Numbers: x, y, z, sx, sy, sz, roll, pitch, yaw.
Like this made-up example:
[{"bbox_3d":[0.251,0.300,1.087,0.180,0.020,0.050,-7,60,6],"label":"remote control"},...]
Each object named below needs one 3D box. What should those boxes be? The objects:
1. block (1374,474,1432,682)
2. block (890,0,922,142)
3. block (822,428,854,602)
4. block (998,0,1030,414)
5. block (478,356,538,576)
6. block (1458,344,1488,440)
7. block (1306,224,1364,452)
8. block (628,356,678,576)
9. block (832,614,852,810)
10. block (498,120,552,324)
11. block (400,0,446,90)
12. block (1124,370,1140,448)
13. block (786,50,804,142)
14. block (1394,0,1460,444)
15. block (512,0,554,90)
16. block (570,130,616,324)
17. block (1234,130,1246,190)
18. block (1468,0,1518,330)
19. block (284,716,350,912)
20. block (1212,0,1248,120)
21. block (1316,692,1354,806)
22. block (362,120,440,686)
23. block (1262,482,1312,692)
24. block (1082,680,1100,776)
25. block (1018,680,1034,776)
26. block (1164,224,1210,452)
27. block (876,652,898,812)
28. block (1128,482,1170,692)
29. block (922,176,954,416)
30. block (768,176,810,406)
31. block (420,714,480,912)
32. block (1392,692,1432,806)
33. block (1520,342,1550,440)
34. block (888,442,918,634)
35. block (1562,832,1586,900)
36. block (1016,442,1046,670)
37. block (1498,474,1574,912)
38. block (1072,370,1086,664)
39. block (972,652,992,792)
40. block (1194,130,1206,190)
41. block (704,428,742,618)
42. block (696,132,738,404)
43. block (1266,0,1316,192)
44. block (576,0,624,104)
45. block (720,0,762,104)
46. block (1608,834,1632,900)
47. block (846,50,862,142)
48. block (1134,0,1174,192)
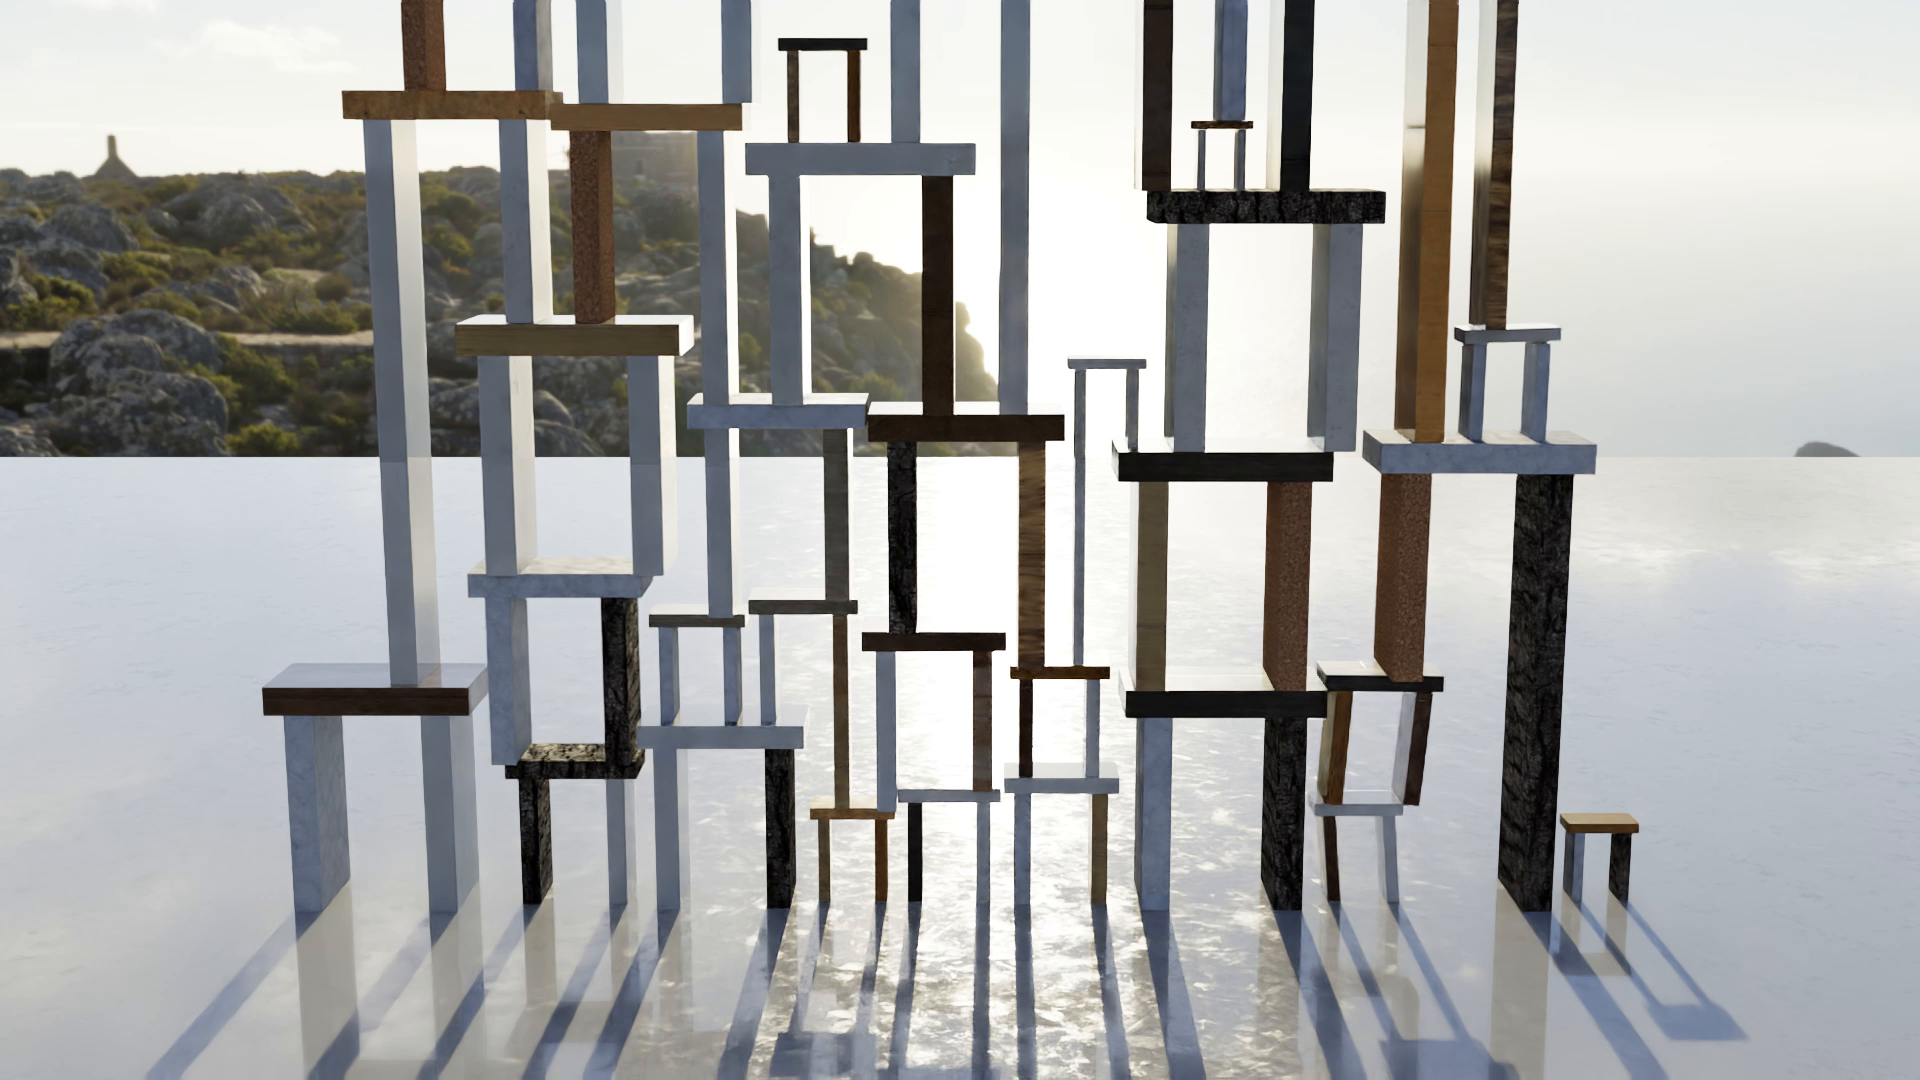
[{"bbox_3d":[0.716,0.046,3.564,0.048,0.337,0.168,0,11,0],"label":"block"},{"bbox_3d":[-0.083,-0.930,3.388,0.046,0.624,0.163,0,11,0],"label":"block"},{"bbox_3d":[-0.196,-0.050,3.552,0.040,0.280,0.140,0,11,0],"label":"block"},{"bbox_3d":[0.084,-0.541,3.460,0.046,0.670,0.162,0,11,0],"label":"block"},{"bbox_3d":[-0.725,-0.130,3.530,0.049,0.348,0.174,0,11,0],"label":"block"},{"bbox_3d":[0.819,-0.241,3.514,0.022,0.152,0.076,0,11,0],"label":"block"},{"bbox_3d":[0.596,-0.328,3.502,0.050,0.354,0.177,0,11,0],"label":"block"},{"bbox_3d":[-0.492,-0.130,3.531,0.049,0.348,0.174,0,11,0],"label":"block"},{"bbox_3d":[-0.193,0.273,3.612,0.025,0.326,0.089,0,11,0],"label":"block"},{"bbox_3d":[-0.685,-0.504,3.469,0.044,0.311,0.156,0,11,0],"label":"block"},{"bbox_3d":[-0.833,-0.826,3.406,0.036,0.256,0.128,0,11,0],"label":"block"},{"bbox_3d":[0.275,-0.214,3.516,0.018,0.124,0.062,0,11,0],"label":"block"},{"bbox_3d":[-0.258,-0.691,3.430,0.020,0.139,0.069,0,11,0],"label":"block"},{"bbox_3d":[0.733,-0.520,3.460,0.046,0.718,0.163,0,10,0],"label":"block"},{"bbox_3d":[-0.663,-0.826,3.405,0.036,0.256,0.128,0,11,0],"label":"block"},{"bbox_3d":[-0.578,-0.495,3.465,0.042,0.294,0.147,0,11,0],"label":"block"},{"bbox_3d":[0.439,-0.597,3.449,0.013,0.094,0.047,0,11,0],"label":"block"},{"bbox_3d":[0.835,-0.744,3.420,0.033,0.824,0.117,0,11,0],"label":"block"},{"bbox_3d":[-1.061,0.429,3.636,0.047,0.329,0.165,0,11,0],"label":"block"},{"bbox_3d":[0.419,-0.914,3.386,0.037,0.528,0.131,0,11,0],"label":"block"},{"bbox_3d":[0.617,0.330,3.622,0.027,0.191,0.095,4,11,-1],"label":"block"},{"bbox_3d":[-0.892,-0.219,3.523,0.044,0.892,0.156,0,11,0],"label":"block"},{"bbox_3d":[0.530,0.060,3.571,0.048,0.338,0.169,0,11,0],"label":"block"},{"bbox_3d":[0.216,0.299,3.615,0.023,0.163,0.081,0,11,0],"label":"block"},{"bbox_3d":[0.108,0.299,3.615,0.023,0.163,0.081,0,11,0],"label":"block"},{"bbox_3d":[0.360,-0.328,3.503,0.050,0.354,0.177,0,11,0],"label":"block"},{"bbox_3d":[-0.119,0.301,3.620,0.033,0.268,0.117,0,10,0],"label":"block"},{"bbox_3d":[0.305,0.060,3.571,0.048,0.338,0.169,0,11,0],"label":"block"},{"bbox_3d":[-0.034,-0.392,3.484,0.050,0.369,0.177,0,11,0],"label":"block"},{"bbox_3d":[-0.269,-0.400,3.483,0.050,0.354,0.177,0,11,0],"label":"block"},{"bbox_3d":[-0.842,0.429,3.636,0.047,0.329,0.165,0,11,0],"label":"block"},{"bbox_3d":[0.745,0.332,3.624,0.027,0.191,0.095,4,11,-1],"label":"block"},{"bbox_3d":[0.920,-0.241,3.514,0.022,0.152,0.076,0,11,0],"label":"block"},{"bbox_3d":[-0.092,-0.016,3.562,0.044,0.310,0.155,0,10,0],"label":"block"},{"bbox_3d":[1.020,0.534,3.656,0.016,0.115,0.058,0,11,0],"label":"block"},{"bbox_3d":[0.115,0.013,3.567,0.044,0.370,0.155,0,11,0],"label":"block"},{"bbox_3d":[0.940,0.236,3.601,0.048,0.721,0.168,0,11,0],"label":"block"},{"bbox_3d":[0.192,-0.039,3.548,0.018,0.480,0.062,0,11,0],"label":"block"},{"bbox_3d":[0.036,0.284,3.617,0.033,0.234,0.117,0,11,0],"label":"block"},{"bbox_3d":[0.376,-0.597,3.449,0.013,0.094,0.047,0,11,0],"label":"block"},{"bbox_3d":[-0.382,-0.038,3.554,0.040,0.305,0.140,0,11,0],"label":"block"},{"bbox_3d":[-0.382,-0.432,3.475,0.042,0.421,0.147,0,11,0],"label":"block"},{"bbox_3d":[0.514,-0.711,3.426,0.046,0.327,0.163,0,11,0],"label":"block"},{"bbox_3d":[-0.558,-0.842,3.399,0.047,0.329,0.165,0,11,0],"label":"block"},{"bbox_3d":[-0.338,-0.842,3.400,0.047,0.329,0.165,0,11,0],"label":"block"},{"bbox_3d":[1.097,0.534,3.656,0.016,0.115,0.058,0,11,0],"label":"block"},{"bbox_3d":[-0.165,-0.691,3.429,0.020,0.139,0.069,0,11,0],"label":"block"},{"bbox_3d":[0.301,-0.711,3.430,0.046,0.325,0.162,0,11,0],"label":"block"}]
